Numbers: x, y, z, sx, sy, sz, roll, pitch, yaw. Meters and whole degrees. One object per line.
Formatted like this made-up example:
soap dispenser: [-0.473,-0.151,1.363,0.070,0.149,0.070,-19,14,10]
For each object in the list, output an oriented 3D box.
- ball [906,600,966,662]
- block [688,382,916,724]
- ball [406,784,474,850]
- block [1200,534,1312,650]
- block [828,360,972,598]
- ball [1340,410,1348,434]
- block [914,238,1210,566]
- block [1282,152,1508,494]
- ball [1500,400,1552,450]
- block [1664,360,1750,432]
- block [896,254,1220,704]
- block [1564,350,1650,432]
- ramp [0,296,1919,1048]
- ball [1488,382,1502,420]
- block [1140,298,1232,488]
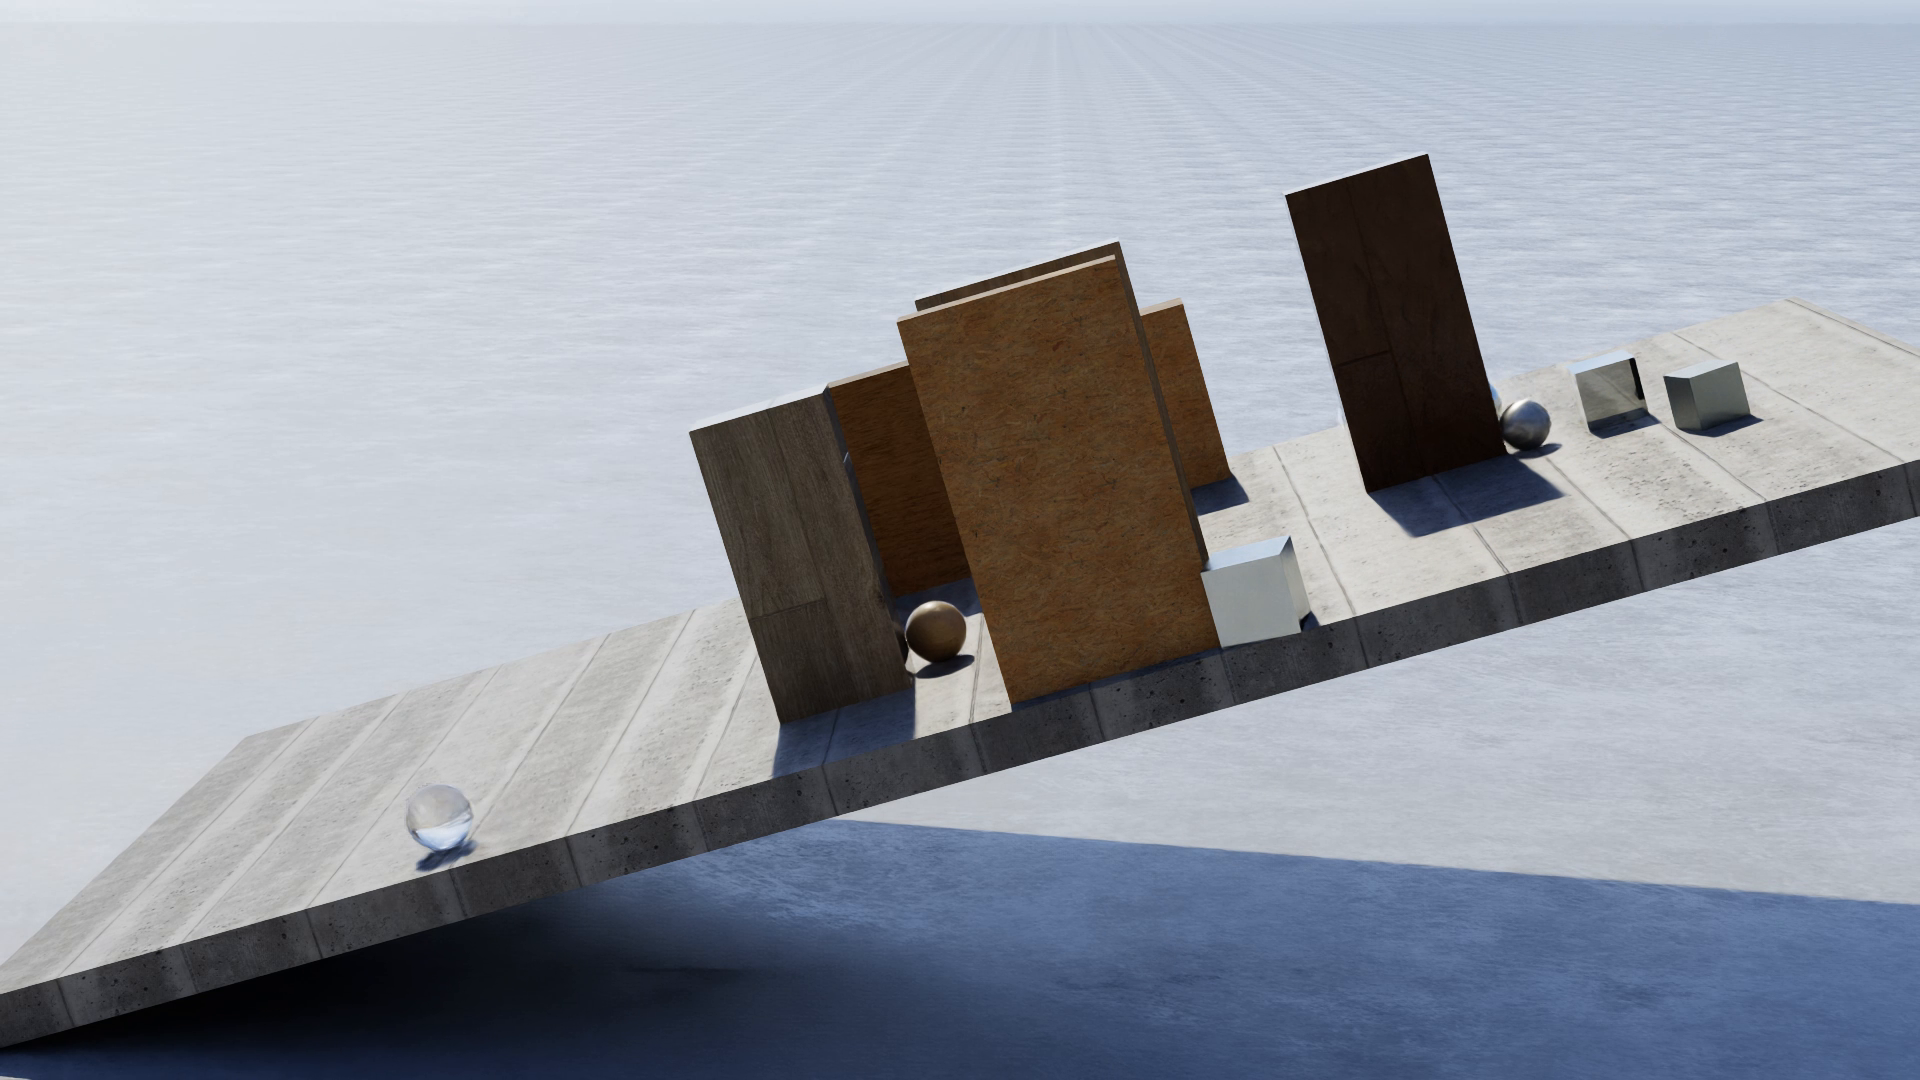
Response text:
ball: [-0.048,0.184,5.904,0.124,0.124,0.124,0,11,0]
block: [-0.307,0.026,5.795,0.270,0.606,0.149,-16,10,5]
ball: [-0.985,0.524,5.567,0.127,0.127,0.127,0,11,0]
block: [0.540,0.095,5.354,0.148,0.148,0.148,-14,10,17]
block: [-0.172,-0.129,6.731,0.409,0.505,0.111,-16,10,5]
ball: [0.963,-0.297,6.665,0.203,0.203,0.203,0,11,0]
block: [0.214,-0.223,6.042,0.431,0.698,0.098,-16,10,5]
block: [0.929,-0.464,6.292,0.311,0.665,0.091,-16,10,5]
ball: [1.203,-0.245,6.257,0.108,0.108,0.108,0,11,0]
block: [1.522,-0.296,5.995,0.112,0.112,0.112,-19,10,-11]
block: [0.186,-0.107,5.347,0.407,0.731,0.083,-16,10,5]
block: [1.386,-0.320,6.304,0.130,0.130,0.130,-16,10,5]
ramp: [0.090,0.187,6.320,4.000,0.100,2.000,-16,10,5]
ball: [1.145,-0.299,6.579,0.134,0.134,0.134,0,11,0]
block: [0.444,-0.325,7.019,0.295,0.429,0.145,-16,10,5]
